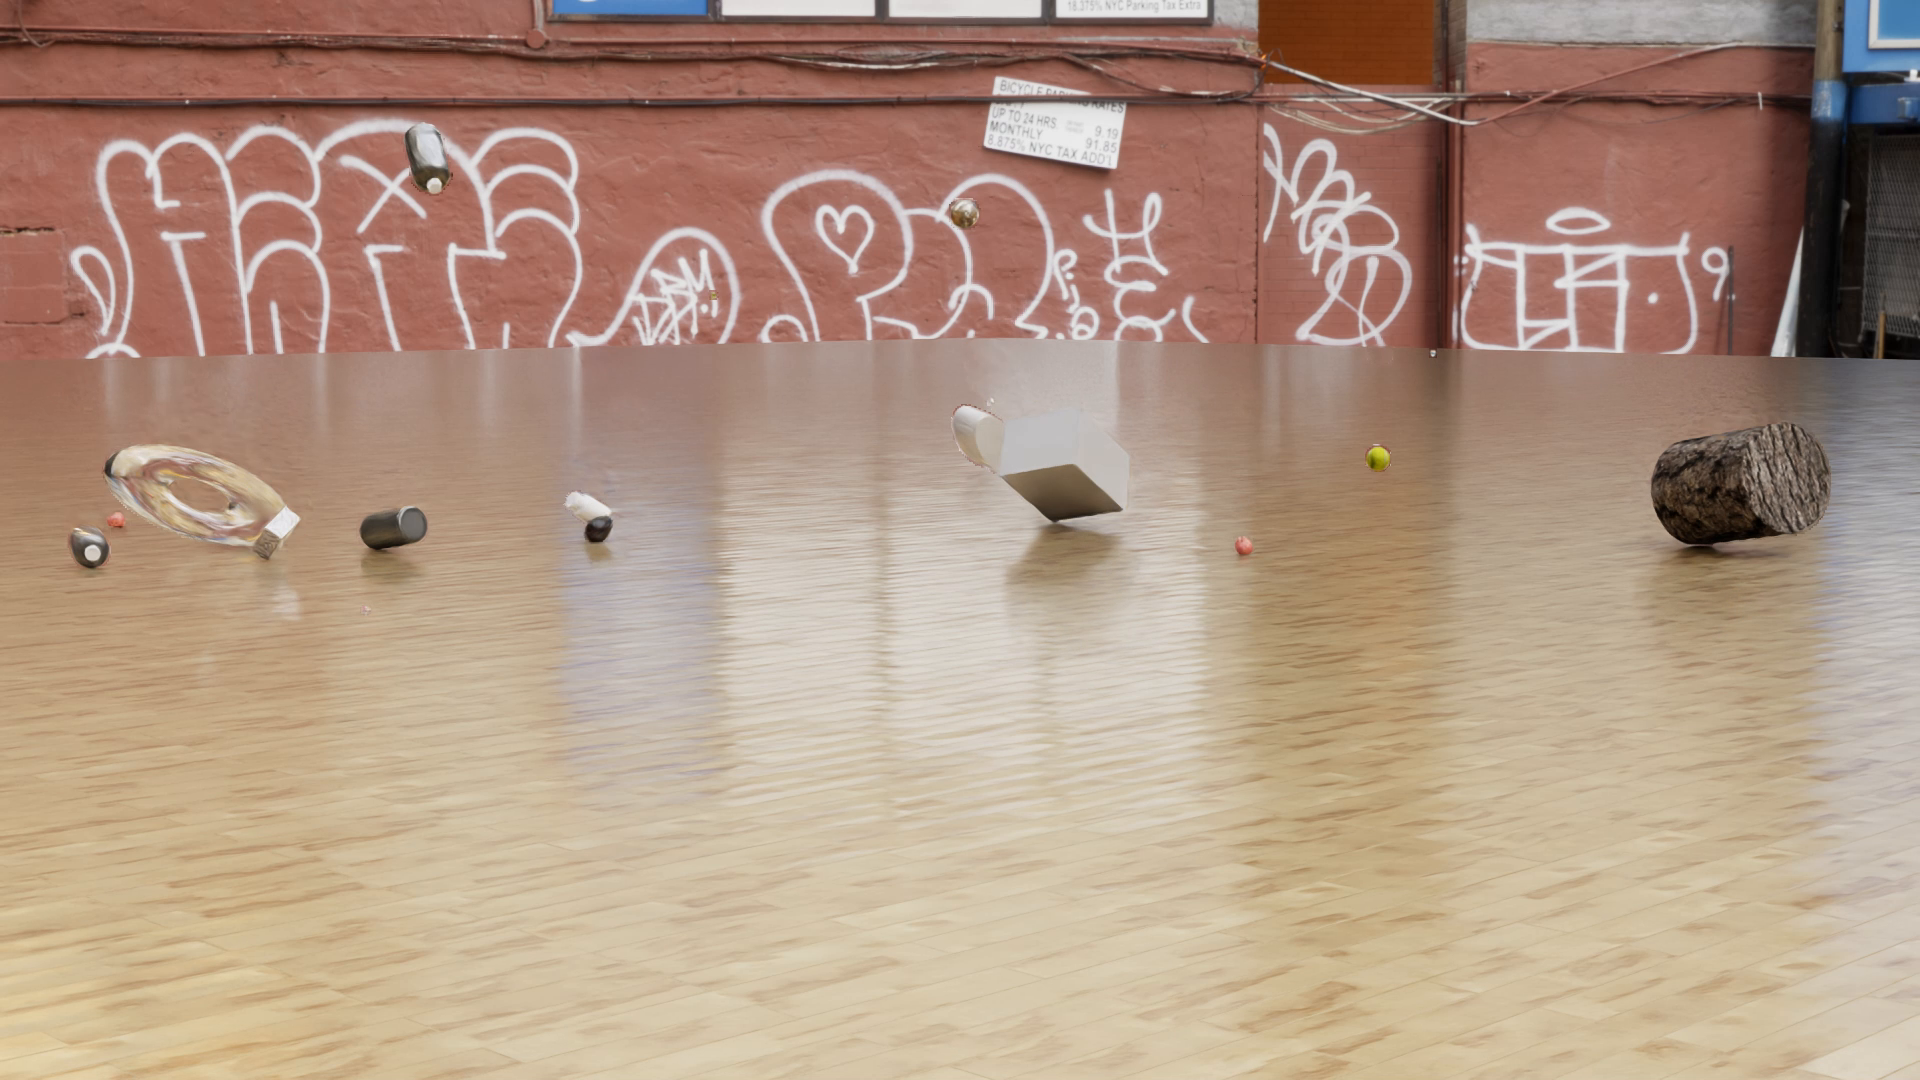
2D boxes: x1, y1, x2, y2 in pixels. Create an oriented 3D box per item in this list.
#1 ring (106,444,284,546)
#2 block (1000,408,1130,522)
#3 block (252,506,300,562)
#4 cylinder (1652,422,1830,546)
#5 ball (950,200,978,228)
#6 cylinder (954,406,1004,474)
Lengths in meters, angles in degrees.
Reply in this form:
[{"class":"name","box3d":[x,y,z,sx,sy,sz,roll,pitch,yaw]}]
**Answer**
[{"class":"ring","box3d":[-1.829,-0.107,6.169,0.479,0.204,0.127,23,-7,-37]},{"class":"block","box3d":[0.277,-0.194,6.745,0.223,0.162,0.283,-9,-29,30]},{"class":"block","box3d":[-1.581,-0.014,5.932,0.045,0.093,0.086,38,40,-7]},{"class":"cylinder","box3d":[1.867,-0.131,6.148,0.259,0.261,0.329,-18,2,-24]},{"class":"ball","box3d":[0.008,-0.586,4.604,0.052,0.052,0.052,0,6,0]},{"class":"cylinder","box3d":[0.086,-0.329,8.500,0.127,0.223,0.179,-37,25,-12]}]
